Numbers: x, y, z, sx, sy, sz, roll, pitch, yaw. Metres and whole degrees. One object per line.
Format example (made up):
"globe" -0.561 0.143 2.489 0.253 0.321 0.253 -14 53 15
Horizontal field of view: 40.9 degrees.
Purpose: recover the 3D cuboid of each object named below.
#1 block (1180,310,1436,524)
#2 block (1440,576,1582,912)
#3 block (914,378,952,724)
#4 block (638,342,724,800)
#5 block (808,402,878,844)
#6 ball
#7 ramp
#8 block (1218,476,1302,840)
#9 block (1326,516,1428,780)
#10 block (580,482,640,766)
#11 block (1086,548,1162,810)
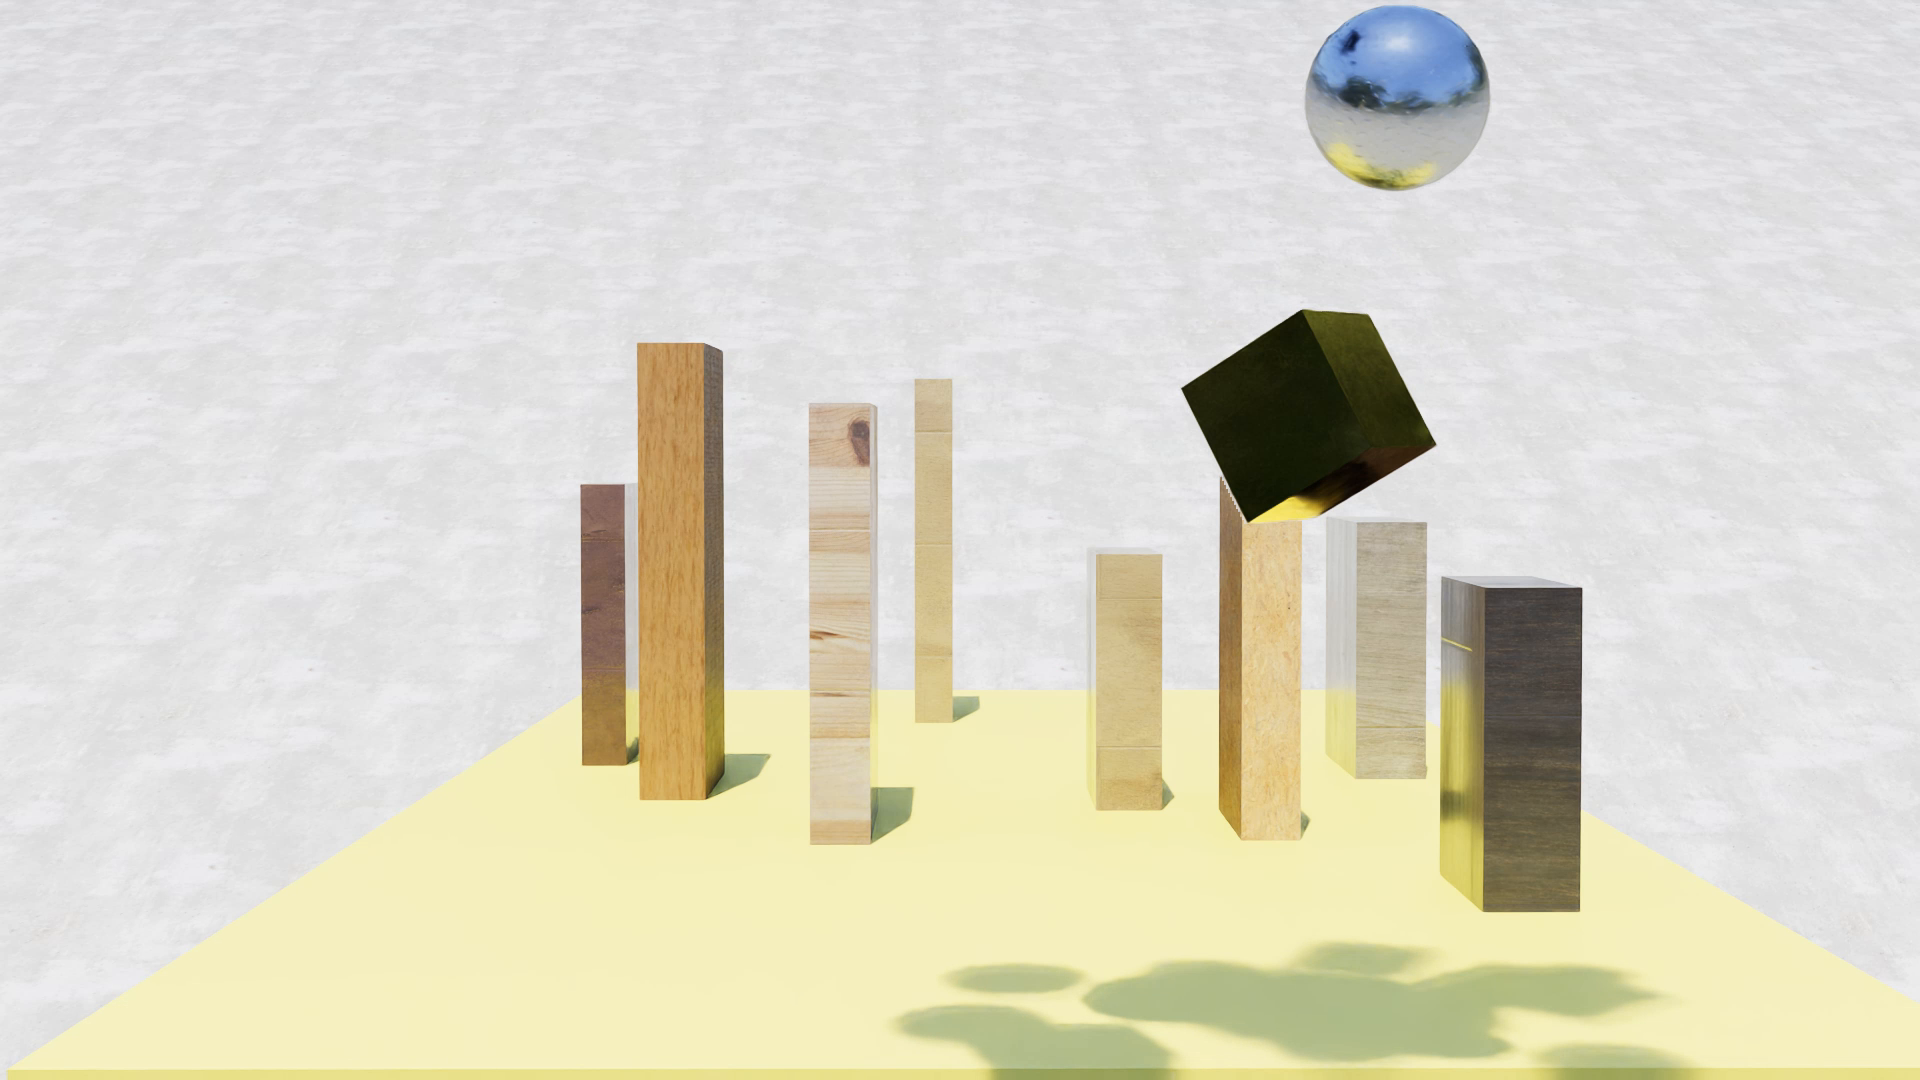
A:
"block" 0.356 -0.125 2.625 0.156 0.156 0.156 -33 -16 31
"block" 0.755 0.272 3.547 0.129 0.430 0.306 0 2 0
"block" -0.059 0.019 5.905 0.084 0.768 0.328 0 2 0
"block" -0.502 0.049 4.666 0.115 0.797 0.378 0 2 0
"block" -0.186 0.123 4.180 0.094 0.683 0.414 0 2 0
"ball" 0.390 -0.394 2.298 0.164 0.164 0.164 0 24 0
"ramp" 0.055 0.502 4.547 2.000 0.100 4.000 0 2 0
"block" 0.486 0.180 4.192 0.093 0.568 0.349 0 2 0
"block" 0.797 0.198 4.960 0.130 0.477 0.395 0 2 0
"block" -0.689 0.160 5.113 0.086 0.544 0.283 0 2 0
"block" 0.286 0.235 4.512 0.112 0.434 0.320 0 2 0
